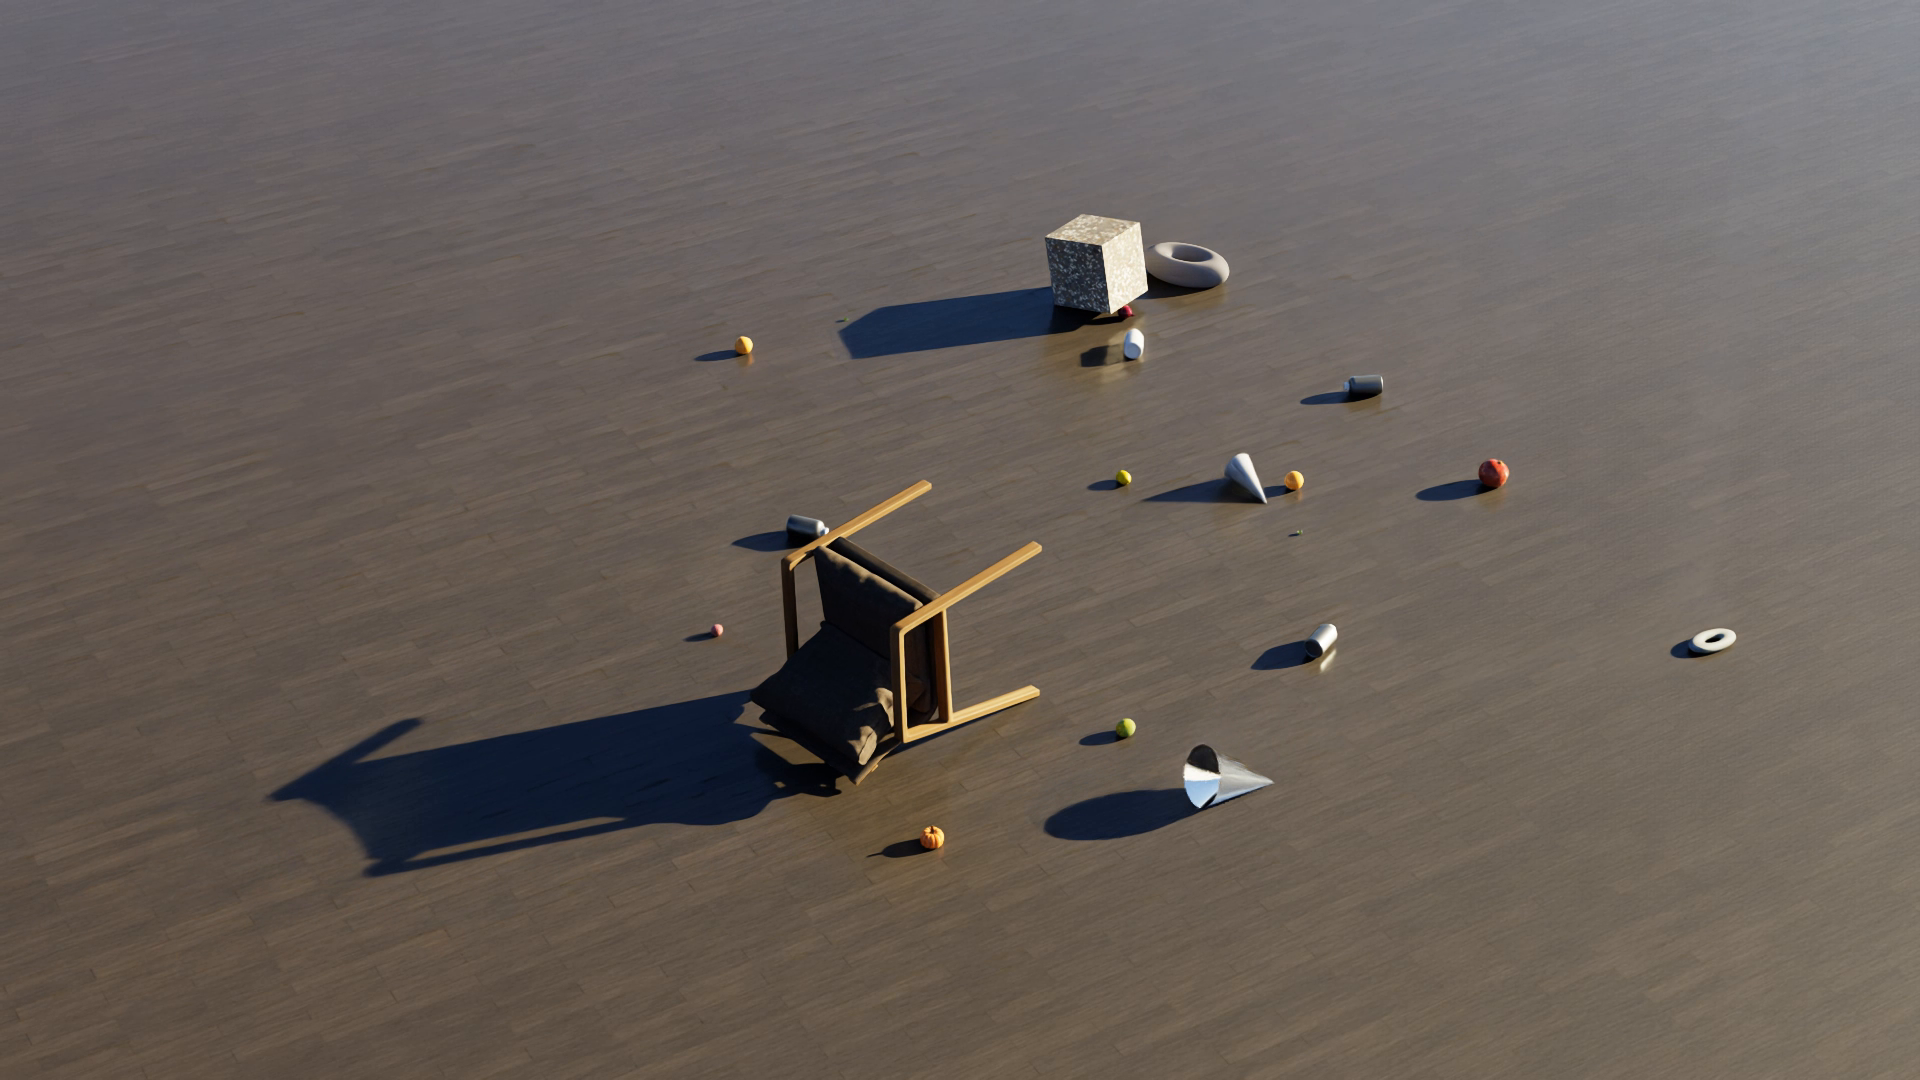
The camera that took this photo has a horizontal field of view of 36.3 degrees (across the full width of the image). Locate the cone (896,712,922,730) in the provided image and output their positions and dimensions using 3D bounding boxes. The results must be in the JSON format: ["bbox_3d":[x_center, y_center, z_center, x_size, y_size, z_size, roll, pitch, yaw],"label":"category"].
[{"bbox_3d":[-0.197,0.609,9.998,0.100,0.052,0.085,-27,25,-32],"label":"cone"}]

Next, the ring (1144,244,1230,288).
[{"bbox_3d":[0.974,-1.185,12.639,0.388,0.117,0.226,14,37,19],"label":"ring"}]

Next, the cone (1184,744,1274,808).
[{"bbox_3d":[0.919,0.788,9.661,0.286,0.203,0.225,7,20,-27],"label":"cone"}]

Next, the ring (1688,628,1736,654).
[{"bbox_3d":[2.661,0.357,10.373,0.196,0.033,0.106,-17,36,-23],"label":"ring"}]

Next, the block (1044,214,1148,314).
[{"bbox_3d":[0.577,-1.168,12.390,0.300,0.309,0.267,13,34,38],"label":"block"}]

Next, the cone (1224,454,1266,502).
[{"bbox_3d":[1.116,-0.212,11.207,0.117,0.143,0.212,-35,60,-1],"label":"cone"}]
